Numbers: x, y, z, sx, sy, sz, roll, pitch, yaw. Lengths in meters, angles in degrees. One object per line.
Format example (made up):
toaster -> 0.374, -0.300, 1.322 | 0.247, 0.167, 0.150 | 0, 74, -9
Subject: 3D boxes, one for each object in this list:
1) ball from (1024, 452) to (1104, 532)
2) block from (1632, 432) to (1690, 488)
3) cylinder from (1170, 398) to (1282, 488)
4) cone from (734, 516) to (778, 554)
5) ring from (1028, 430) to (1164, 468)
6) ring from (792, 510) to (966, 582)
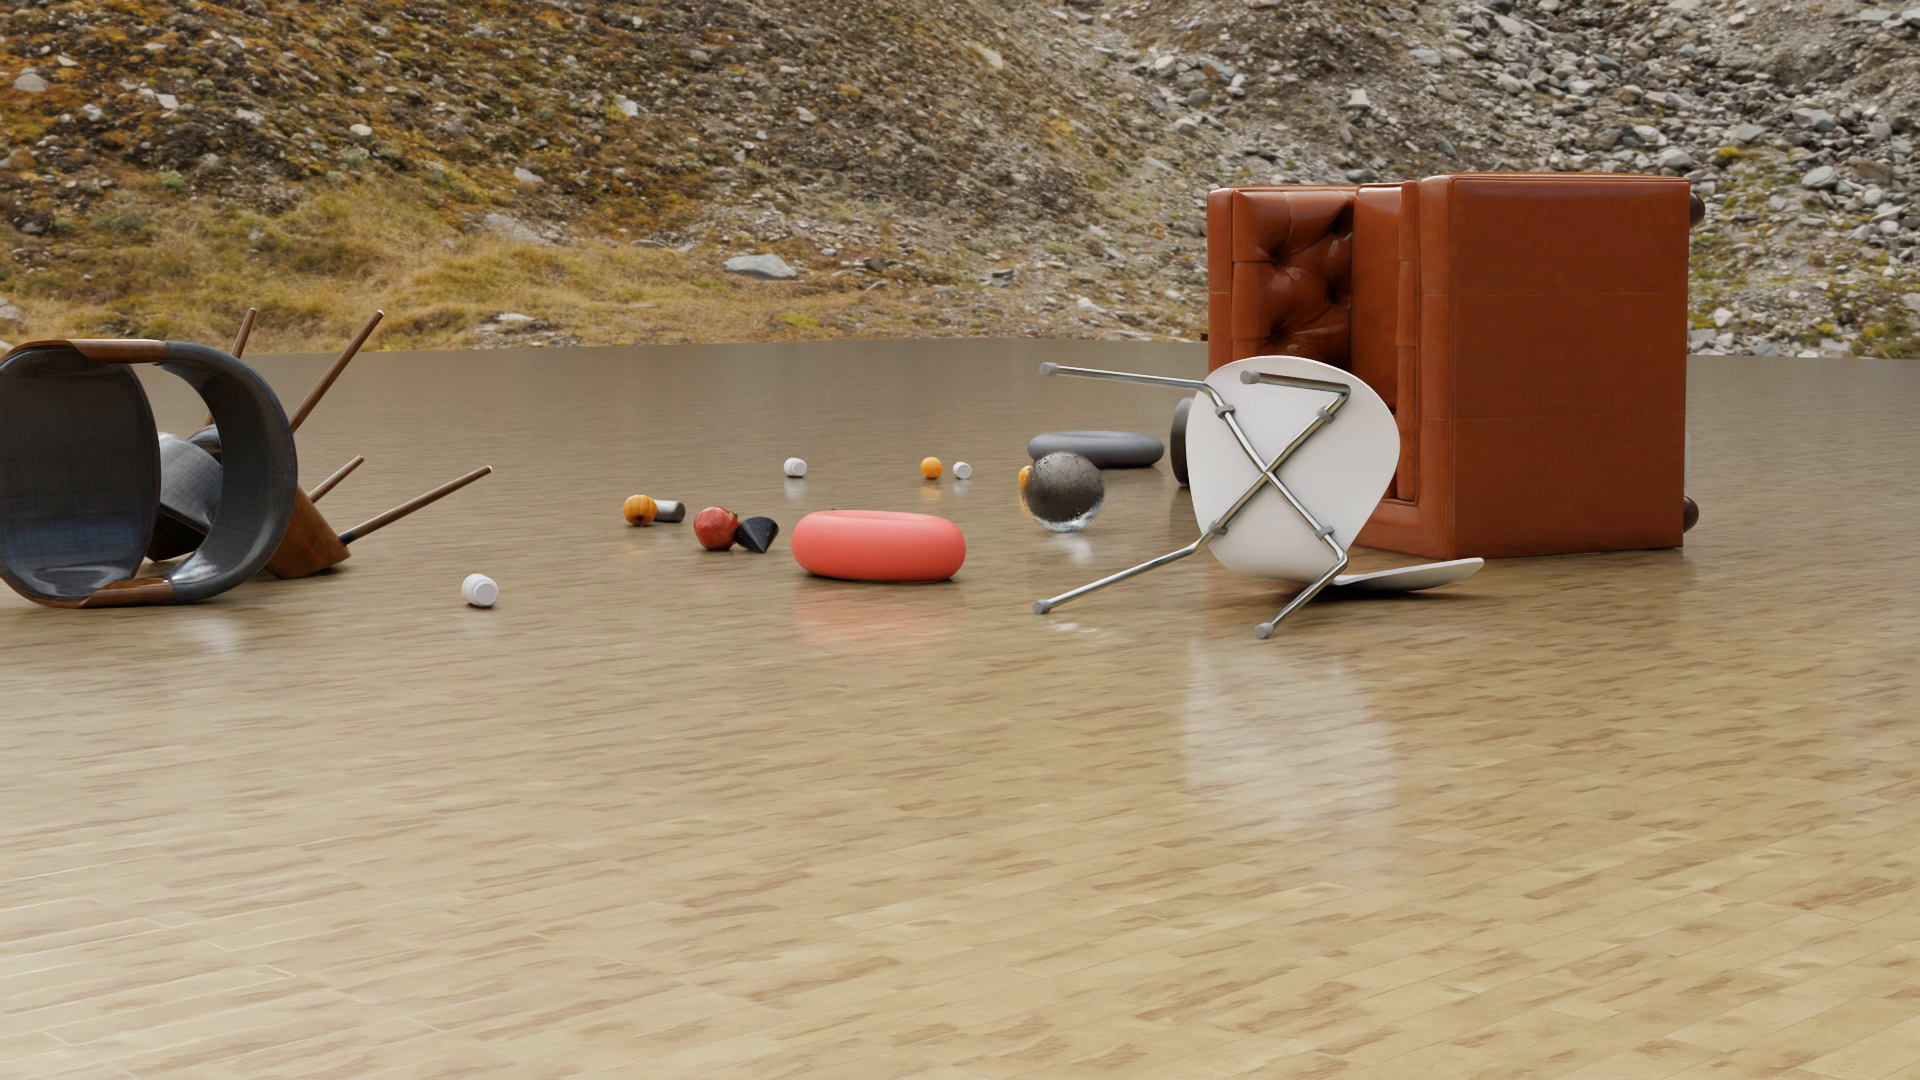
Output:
ball -> 0.267, -0.123, 6.588 | 0.209, 0.209, 0.209 | 0, 6, 0
block -> 2.200, -0.252, 8.051 | 0.120, 0.165, 0.129 | -4, 7, -37
cylinder -> 0.835, -0.304, 8.024 | 0.278, 0.276, 0.256 | 3, 0, 27
cone -> -0.477, 0.008, 6.134 | 0.110, 0.093, 0.092 | -6, 34, -15
ring -> 0.474, -0.317, 8.967 | 0.483, 0.108, 0.452 | 3, 8, 23
ring -> -0.181, 0.013, 5.642 | 0.426, 0.136, 0.300 | 5, 6, 35
